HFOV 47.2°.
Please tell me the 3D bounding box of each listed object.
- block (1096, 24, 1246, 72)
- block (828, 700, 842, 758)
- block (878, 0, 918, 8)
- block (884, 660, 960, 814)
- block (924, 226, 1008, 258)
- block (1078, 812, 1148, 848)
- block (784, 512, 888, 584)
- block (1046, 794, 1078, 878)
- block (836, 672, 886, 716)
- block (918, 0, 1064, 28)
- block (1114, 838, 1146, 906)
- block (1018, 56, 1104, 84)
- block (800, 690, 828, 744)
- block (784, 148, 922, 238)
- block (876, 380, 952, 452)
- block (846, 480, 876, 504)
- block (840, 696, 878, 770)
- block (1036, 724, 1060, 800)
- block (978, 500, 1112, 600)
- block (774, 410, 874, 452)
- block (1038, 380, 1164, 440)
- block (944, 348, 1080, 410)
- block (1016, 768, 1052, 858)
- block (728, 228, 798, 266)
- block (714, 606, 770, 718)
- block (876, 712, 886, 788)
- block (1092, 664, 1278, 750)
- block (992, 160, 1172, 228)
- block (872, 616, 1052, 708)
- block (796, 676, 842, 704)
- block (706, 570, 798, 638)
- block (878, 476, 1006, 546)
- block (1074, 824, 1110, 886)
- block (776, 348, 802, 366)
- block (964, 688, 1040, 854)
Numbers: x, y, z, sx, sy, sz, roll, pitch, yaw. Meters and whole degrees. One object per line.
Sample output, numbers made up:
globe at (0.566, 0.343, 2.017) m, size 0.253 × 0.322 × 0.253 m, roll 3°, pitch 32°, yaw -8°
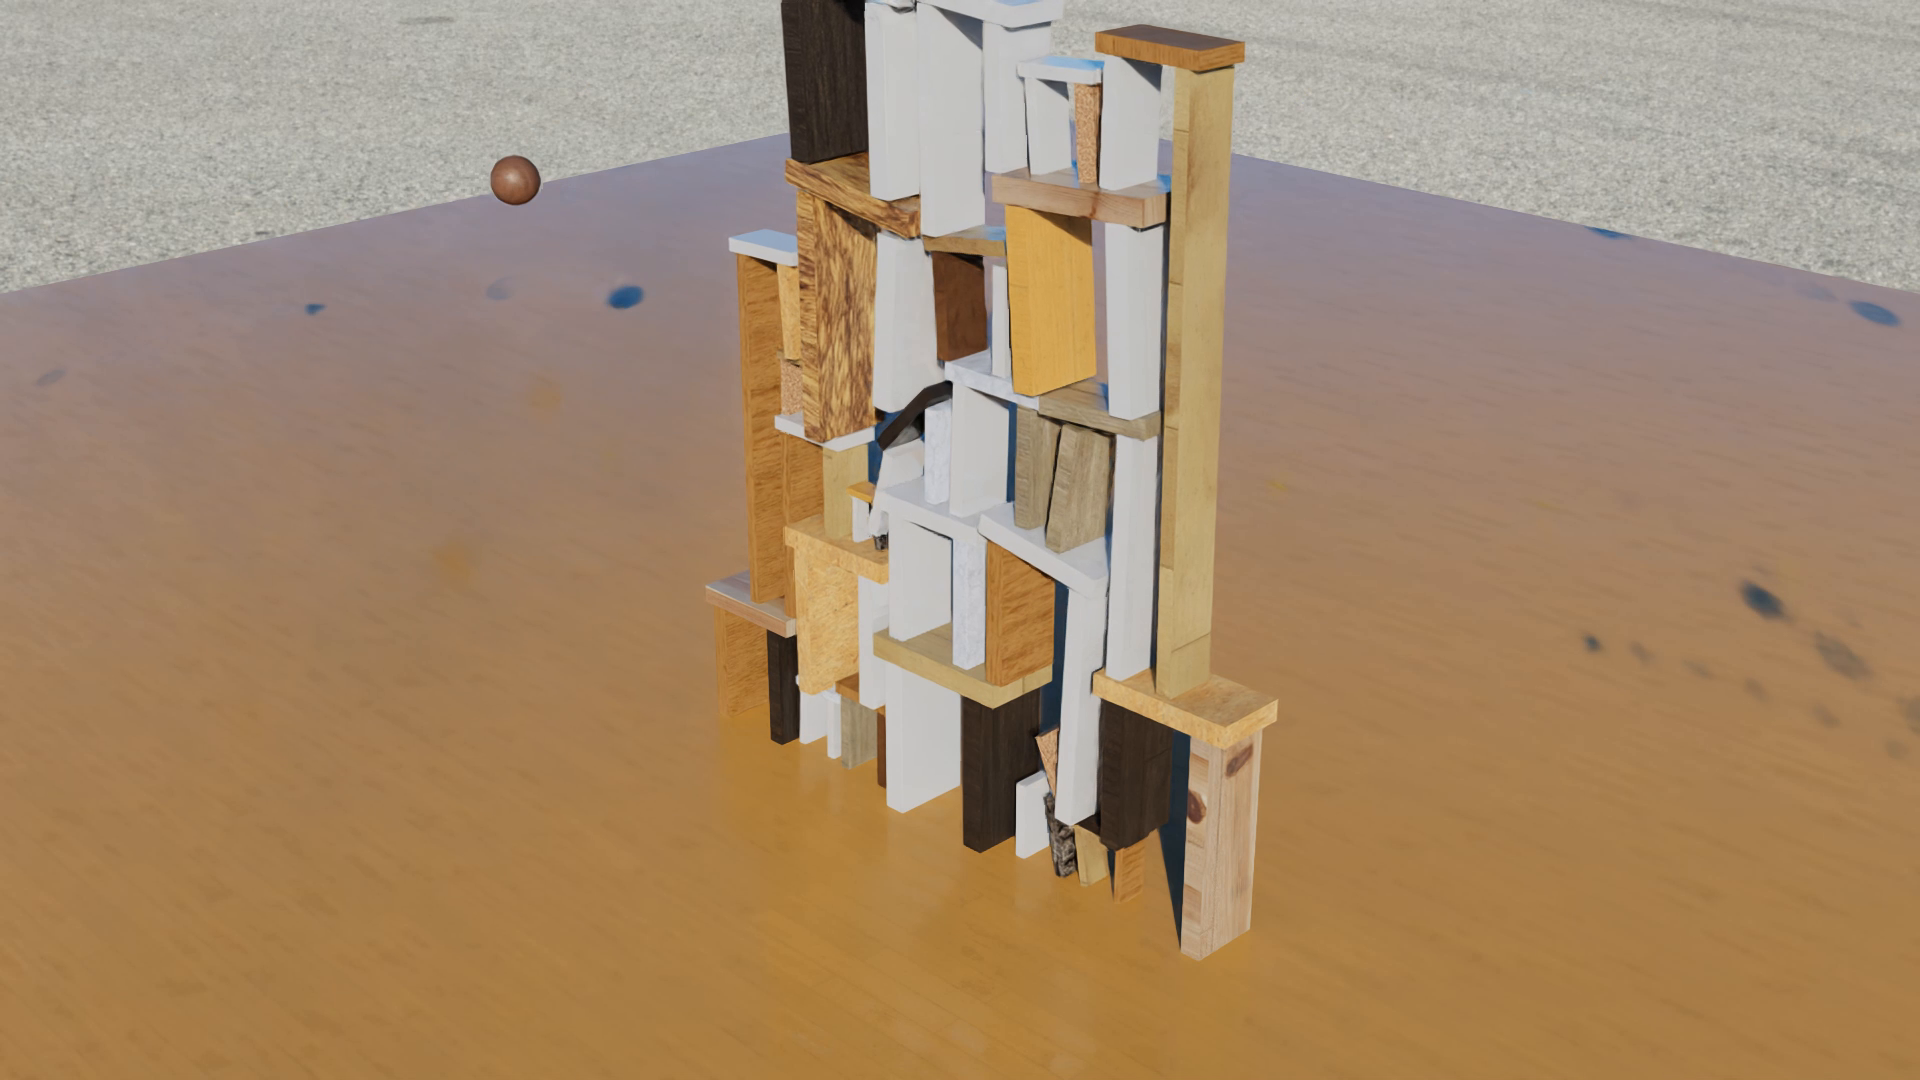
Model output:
block at (0.335, -0.789, 3.517) m, size 0.110 × 0.031 × 0.220 m, roll -21°, pitch 31°, yaw -39°
block at (-0.249, 0.390, 4.666) m, size 0.068 × 0.137 × 0.019 m, roll -21°, pitch 32°, yaw -40°
block at (-0.165, -1.037, 3.961) m, size 0.174 × 0.049 × 0.347 m, roll -22°, pitch 39°, yaw -40°
block at (-0.074, 0.373, 4.459) m, size 0.047 × 0.330 × 0.165 m, roll 21°, pitch 31°, yaw 41°
block at (0.041, -0.538, 3.948) m, size 0.102 × 0.029 × 0.203 m, roll -21°, pitch 23°, yaw -40°
block at (0.286, 0.538, 4.141) m, size 0.128 × 0.018 × 0.064 m, roll 22°, pitch 32°, yaw 40°
block at (-0.205, 0.010, 4.458) m, size 0.287 × 0.041 × 0.144 m, roll 21°, pitch 31°, yaw 40°
block at (0.210, 0.560, 4.235) m, size 0.023 × 0.160 × 0.080 m, roll 7°, pitch 21°, yaw 45°
block at (-0.171, 0.318, 4.552) m, size 0.084 × 0.024 × 0.167 m, roll -21°, pitch 31°, yaw -40°
block at (0.043, -0.930, 3.771) m, size 0.126 × 0.036 × 0.252 m, roll -22°, pitch 36°, yaw -40°
block at (0.319, 0.618, 4.141) m, size 0.018 × 0.128 × 0.064 m, roll 22°, pitch 31°, yaw 40°
block at (0.185, -0.788, 3.687) m, size 0.164 × 0.023 × 0.082 m, roll 17°, pitch 29°, yaw 41°
block at (-0.311, 0.365, 4.723) m, size 0.019 × 0.137 × 0.068 m, roll 25°, pitch 33°, yaw 39°
block at (-0.150, -0.656, 4.103) m, size 0.171 × 0.048 × 0.342 m, roll -21°, pitch 38°, yaw -39°
block at (-0.075, -0.240, 4.201) m, size 0.095 × 0.190 × 0.027 m, roll -22°, pitch 75°, yaw -42°
block at (-0.175, -0.092, 4.373) m, size 0.050 × 0.014 × 0.099 m, roll -22°, pitch 31°, yaw -40°
block at (-0.211, 0.392, 4.623) m, size 0.084 × 0.167 × 0.024 m, roll -21°, pitch 32°, yaw -41°
block at (0.201, 0.435, 4.193) m, size 0.080 × 0.160 × 0.023 m, roll -23°, pitch 9°, yaw -41°
block at (0.187, 0.010, 4.019) m, size 0.144 × 0.041 × 0.287 m, roll -21°, pitch 41°, yaw -41°
block at (-0.274, -0.226, 4.434) m, size 0.096 × 0.027 × 0.193 m, roll -21°, pitch 31°, yaw -40°
block at (0.268, -0.229, 3.832) m, size 0.122 × 0.035 × 0.245 m, roll -22°, pitch 28°, yaw -41°
block at (0.098, -0.294, 4.000) m, size 0.237 × 0.034 × 0.118 m, roll 22°, pitch 31°, yaw 40°
block at (0.145, 0.535, 4.295) m, size 0.023 × 0.160 × 0.080 m, roll 21°, pitch 31°, yaw 41°
block at (-0.360, -0.581, 4.364) m, size 0.096 × 0.027 × 0.192 m, roll -21°, pitch 29°, yaw -40°
block at (-0.473, 0.248, 4.839) m, size 0.132 × 0.264 × 0.037 m, roll -21°, pitch 31°, yaw -41°
block at (-0.133, 0.422, 4.551) m, size 0.084 × 0.167 × 0.024 m, roll -21°, pitch 31°, yaw -41°
block at (0.398, 0.279, 3.911) m, size 0.299 × 0.042 × 0.149 m, roll 21°, pitch 31°, yaw 40°
block at (0.233, -0.590, 3.724) m, size 0.334 × 0.047 × 0.167 m, roll 18°, pitch 29°, yaw 41°
block at (0.003, 0.230, 4.313) m, size 0.330 × 0.047 × 0.165 m, roll 21°, pitch 31°, yaw 40°
block at (-0.277, 0.307, 4.660) m, size 0.068 × 0.019 × 0.137 m, roll -21°, pitch 31°, yaw -40°
block at (-0.410, 0.133, 4.723) m, size 0.264 × 0.037 × 0.132 m, roll 21°, pitch 31°, yaw 40°
block at (-0.017, -0.059, 4.210) m, size 0.132 × 0.037 × 0.264 m, roll -21°, pitch 31°, yaw -41°
block at (0.251, 0.591, 4.203) m, size 0.064 × 0.128 × 0.018 m, roll -22°, pitch 21°, yaw -41°
block at (-0.307, -0.367, 4.406) m, size 0.117 × 0.017 × 0.058 m, roll 21°, pitch 31°, yaw 40°
block at (0.081, 0.434, 4.316) m, size 0.165 × 0.330 × 0.047 m, roll -21°, pitch 31°, yaw -41°
